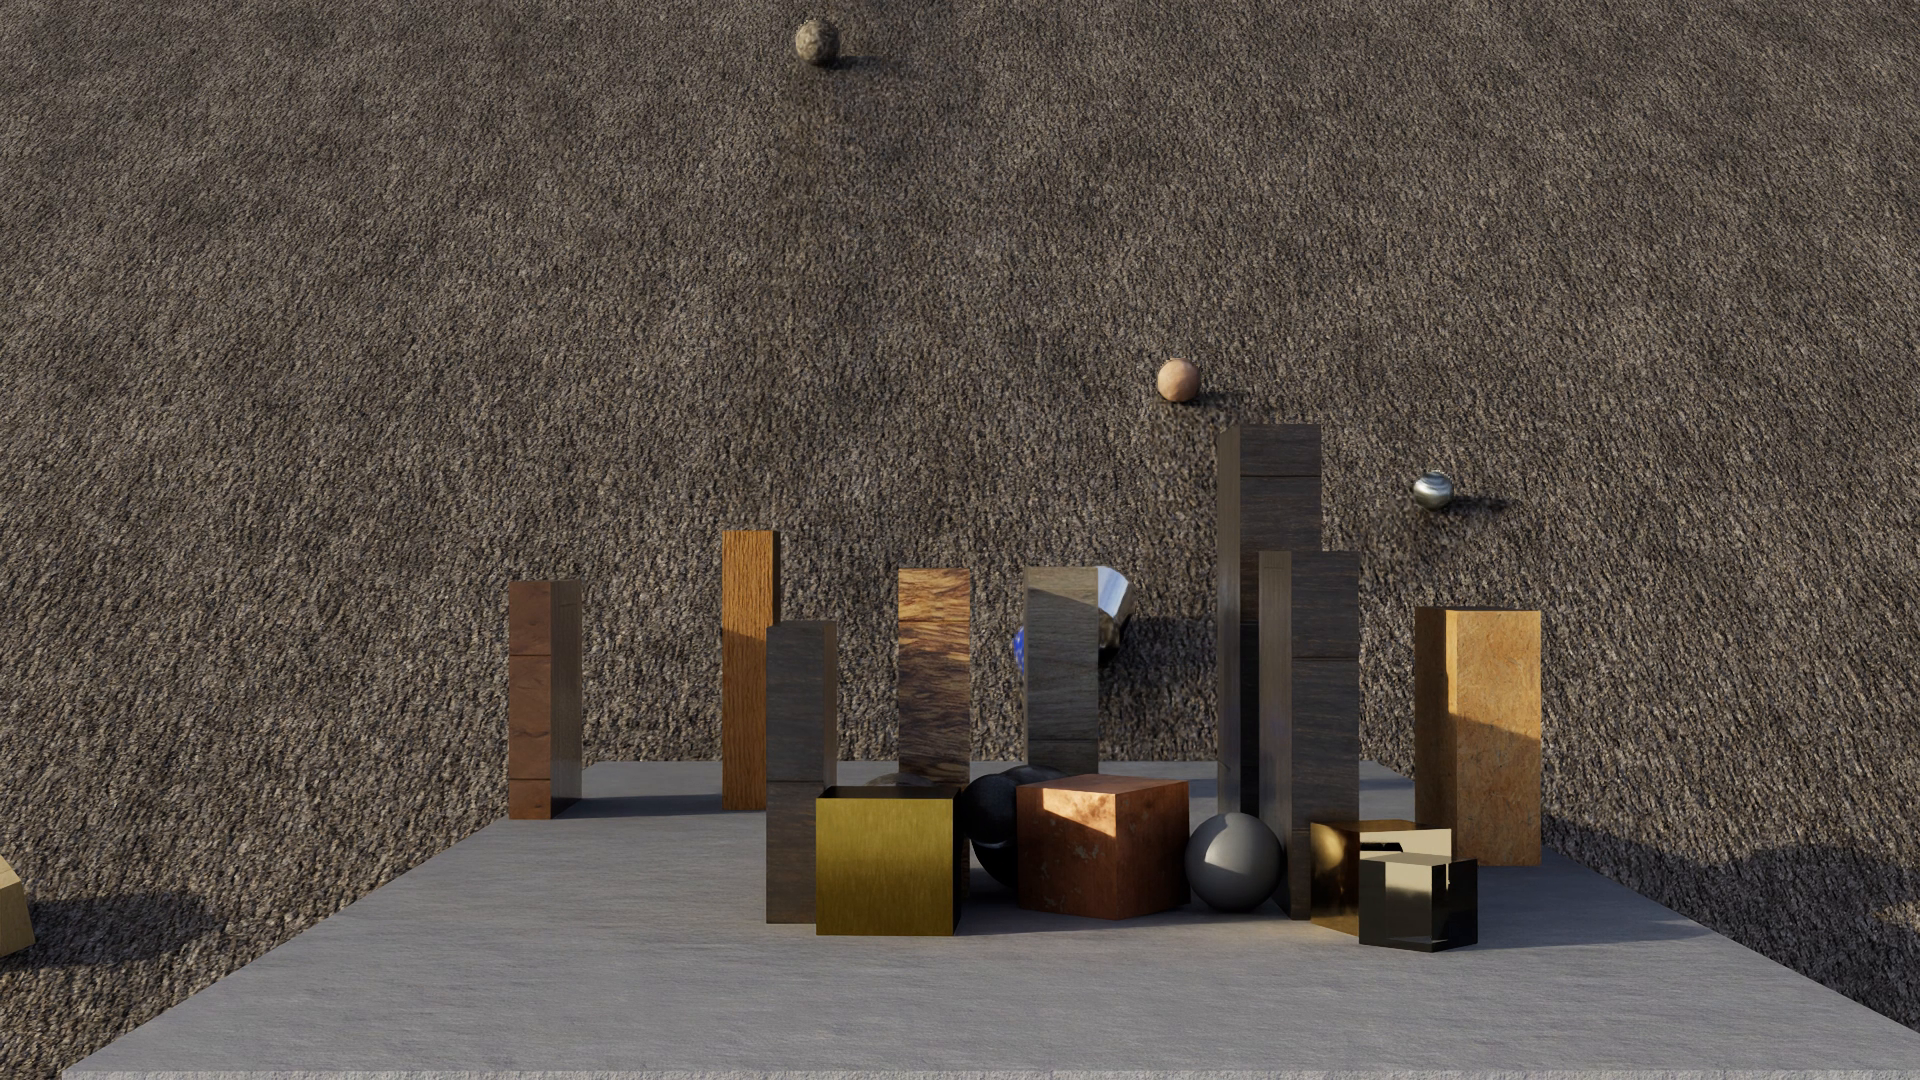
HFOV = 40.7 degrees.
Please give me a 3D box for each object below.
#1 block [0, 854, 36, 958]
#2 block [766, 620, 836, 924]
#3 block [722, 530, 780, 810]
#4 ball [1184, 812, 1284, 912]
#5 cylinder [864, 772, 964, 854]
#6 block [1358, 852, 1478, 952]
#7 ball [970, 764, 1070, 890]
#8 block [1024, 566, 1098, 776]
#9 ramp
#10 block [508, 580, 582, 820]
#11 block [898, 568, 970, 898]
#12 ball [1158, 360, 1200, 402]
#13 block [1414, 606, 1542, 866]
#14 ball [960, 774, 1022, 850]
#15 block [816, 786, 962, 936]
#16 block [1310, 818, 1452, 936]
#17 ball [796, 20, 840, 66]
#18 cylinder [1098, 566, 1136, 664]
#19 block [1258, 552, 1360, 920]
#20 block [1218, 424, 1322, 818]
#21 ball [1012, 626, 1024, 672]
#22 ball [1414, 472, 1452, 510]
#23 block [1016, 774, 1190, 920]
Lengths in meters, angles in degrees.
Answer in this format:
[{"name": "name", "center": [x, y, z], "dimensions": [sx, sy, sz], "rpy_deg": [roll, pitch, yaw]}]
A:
[{"name": "block", "center": [-2.342, 0.875, 6.154], "dimensions": [0.189, 0.189, 0.189], "rpy_deg": [-22, 37, -33]}, {"name": "block", "center": [-0.239, 0.342, 3.953], "dimensions": [0.083, 0.429, 0.410], "rpy_deg": [0, 0, 0]}, {"name": "block", "center": [-0.444, 0.273, 5.534], "dimensions": [0.105, 0.584, 0.240], "rpy_deg": [0, 0, 0]}, {"name": "ball", "center": [0.410, 0.481, 3.873], "dimensions": [0.149, 0.149, 0.149], "rpy_deg": [0, 31, 0]}, {"name": "cylinder", "center": [-0.095, 0.458, 3.920], "dimensions": [0.196, 0.196, 0.196], "rpy_deg": [1, 0, 2]}, {"name": "block", "center": [0.629, 0.496, 3.554], "dimensions": [0.116, 0.116, 0.116], "rpy_deg": [0, 0, 43]}, {"name": "ball", "center": [0.116, 0.454, 4.083], "dimensions": [0.201, 0.201, 0.201], "rpy_deg": [0, 31, 0]}, {"name": "block", "center": [0.172, 0.302, 4.453], "dimensions": [0.117, 0.513, 0.295], "rpy_deg": [0, 0, 0]}, {"name": "ramp", "center": [0.069, 0.610, 4.681], "dimensions": [2.000, 0.100, 4.000], "rpy_deg": [0, 0, 0]}, {"name": "block", "center": [-0.868, 0.325, 5.438], "dimensions": [0.084, 0.479, 0.433], "rpy_deg": [0, 0, 0]}, {"name": "block", "center": [-0.040, 0.302, 4.195], "dimensions": [0.110, 0.512, 0.351], "rpy_deg": [0, 0, 0]}, {"name": "ball", "center": [0.721, -0.524, 8.545], "dimensions": [0.142, 0.142, 0.142], "rpy_deg": [0, 31, 0]}, {"name": "block", "center": [0.924, 0.341, 4.645], "dimensions": [0.144, 0.437, 0.409], "rpy_deg": [0, 0, 0]}, {"name": "ball", "center": [0.054, 0.413, 3.943], "dimensions": [0.115, 0.115, 0.115], "rpy_deg": [0, 31, 0]}, {"name": "block", "center": [-0.100, 0.459, 3.724], "dimensions": [0.192, 0.192, 0.192], "rpy_deg": [0, 0, 3]}, {"name": "block", "center": [0.602, 0.482, 3.708], "dimensions": [0.146, 0.146, 0.146], "rpy_deg": [0, 0, -20]}, {"name": "ball", "center": [-0.618, -2.155, 11.230], "dimensions": [0.191, 0.191, 0.191], "rpy_deg": [0, 31, 0]}, {"name": "cylinder", "center": [0.370, 0.211, 7.247], "dimensions": [0.206, 0.206, 0.206], "rpy_deg": [8, 32, 13]}, {"name": "block", "center": [0.533, 0.287, 3.984], "dimensions": [0.099, 0.539, 0.408], "rpy_deg": [0, 0, 0]}, {"name": "block", "center": [0.553, 0.180, 4.656], "dimensions": [0.140, 0.759, 0.394], "rpy_deg": [0, 0, 0]}, {"name": "ball", "center": [0.235, 0.300, 7.110], "dimensions": [0.179, 0.179, 0.179], "rpy_deg": [0, 31, 0]}, {"name": "ball", "center": [1.451, -0.149, 7.941], "dimensions": [0.117, 0.117, 0.117], "rpy_deg": [0, 31, 0]}, {"name": "block", "center": [0.217, 0.459, 3.904], "dimensions": [0.185, 0.185, 0.185], "rpy_deg": [0, 2, 40]}]
